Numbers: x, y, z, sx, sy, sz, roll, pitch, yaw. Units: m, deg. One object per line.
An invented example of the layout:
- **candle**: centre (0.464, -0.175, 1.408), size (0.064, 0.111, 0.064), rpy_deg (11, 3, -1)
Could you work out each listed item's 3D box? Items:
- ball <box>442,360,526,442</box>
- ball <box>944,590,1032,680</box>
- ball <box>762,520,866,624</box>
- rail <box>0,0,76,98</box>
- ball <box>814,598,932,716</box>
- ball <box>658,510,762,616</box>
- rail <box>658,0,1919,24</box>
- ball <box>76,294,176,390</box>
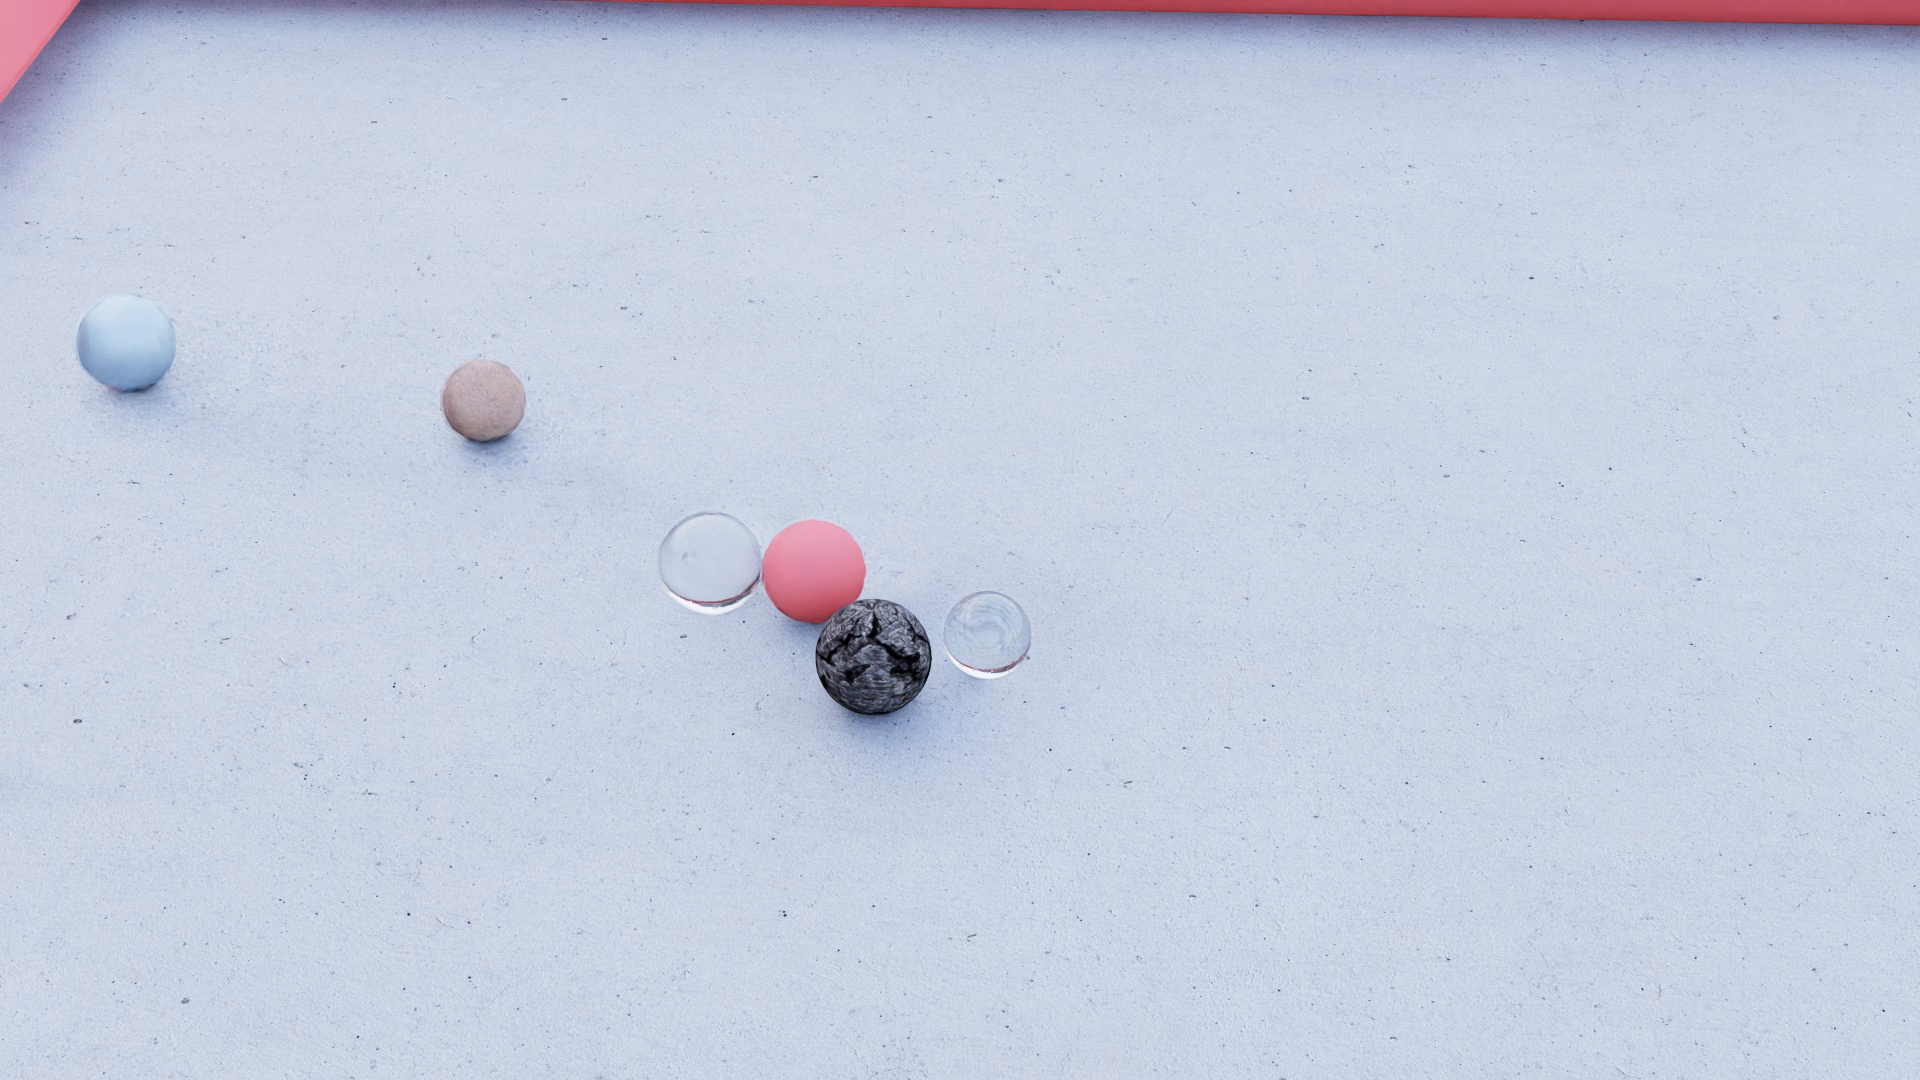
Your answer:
- **ball**: centre (-0.343, -0.100, 1.850), size (0.059, 0.059, 0.059), rpy_deg (0, 36, 0)
- **ball**: centre (0.017, 0.060, 1.630), size (0.056, 0.056, 0.056), rpy_deg (0, 36, 0)
- **ball**: centre (-0.096, 0.020, 1.676), size (0.068, 0.068, 0.068), rpy_deg (0, 36, 0)
- **rail**: centre (-0.873, -0.035, 1.728), size (0.045, 0.095, 1.847), rpy_deg (1, 36, 2)
- **ball**: centre (-0.054, 0.073, 1.599), size (0.073, 0.073, 0.073), rpy_deg (0, 36, 0)
- **ball**: centre (-0.164, 0.015, 1.682), size (0.069, 0.069, 0.069), rpy_deg (0, 36, 0)
- **rail**: centre (0.936, -0.516, 2.394), size (3.589, 0.095, 0.045), rpy_deg (1, 36, 2)
- **ball**: centre (-0.619, -0.146, 1.904), size (0.071, 0.071, 0.071), rpy_deg (0, 36, 0)
